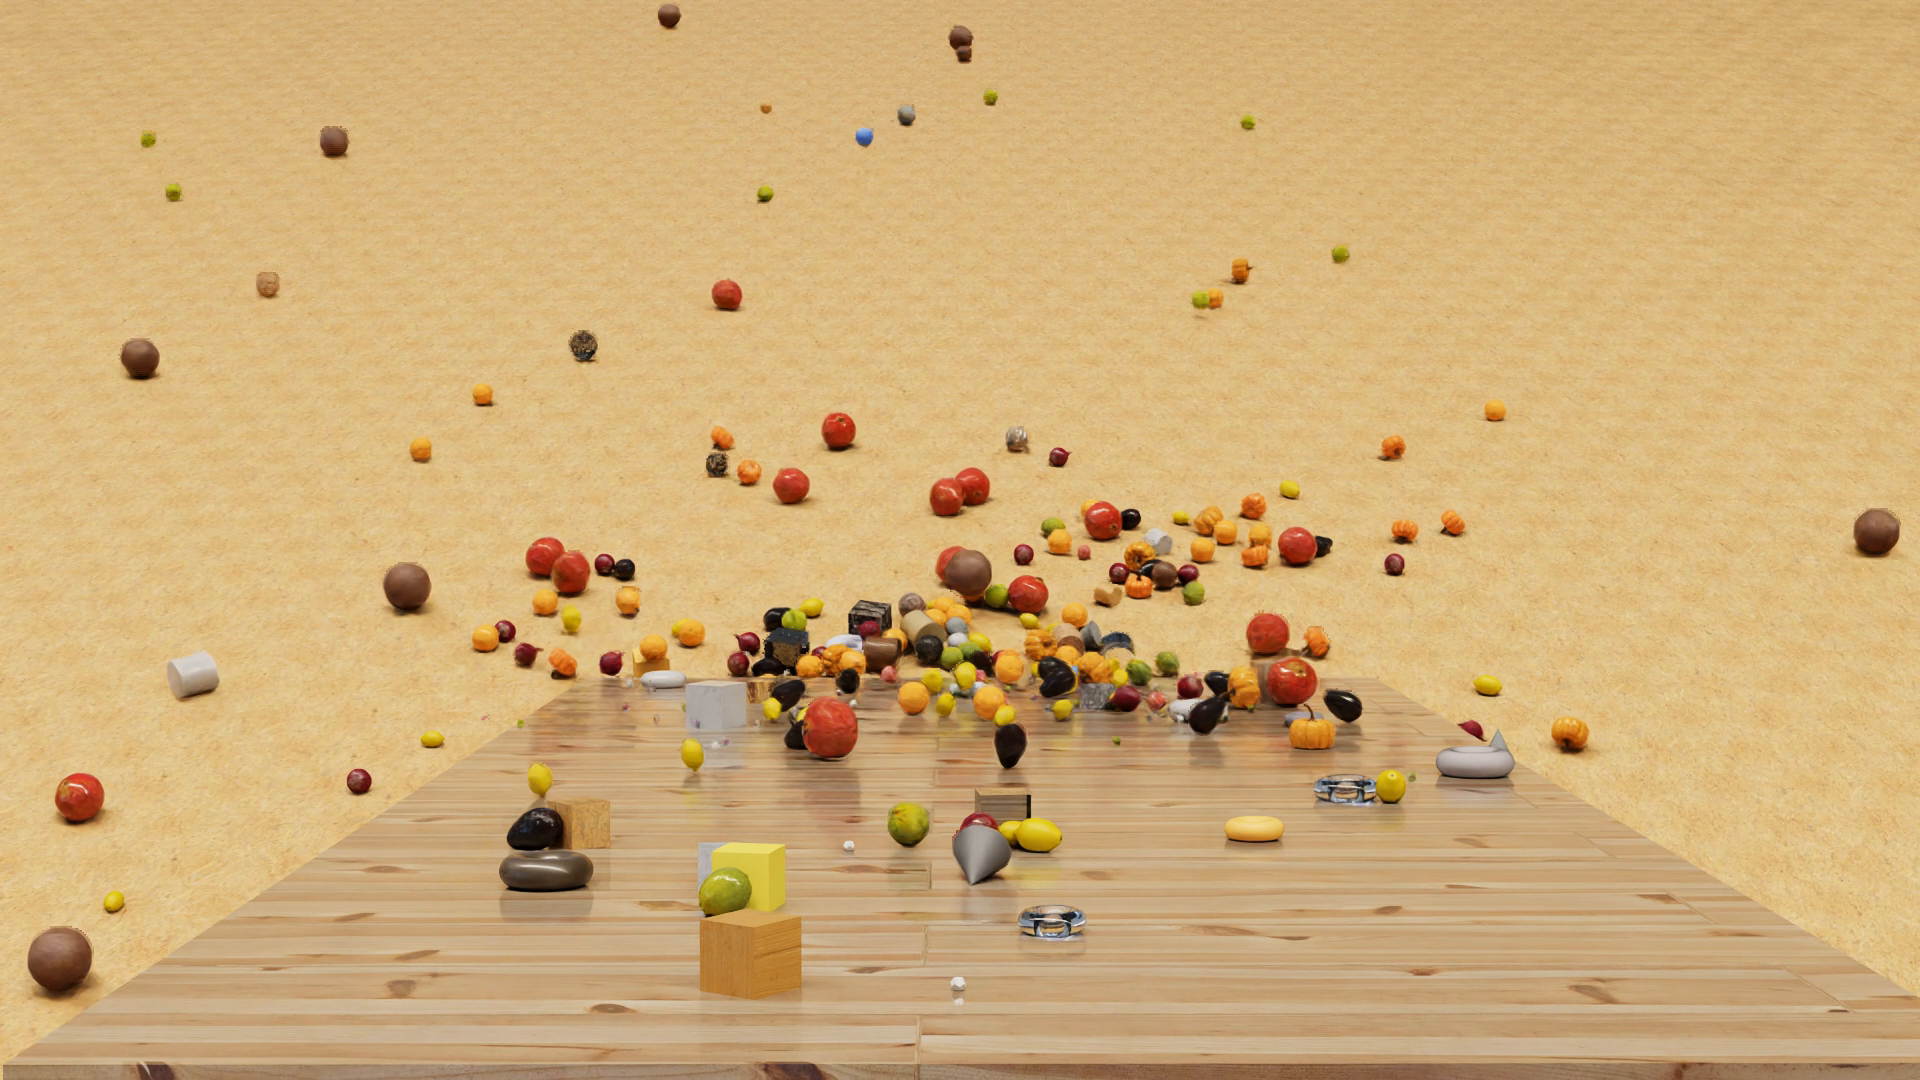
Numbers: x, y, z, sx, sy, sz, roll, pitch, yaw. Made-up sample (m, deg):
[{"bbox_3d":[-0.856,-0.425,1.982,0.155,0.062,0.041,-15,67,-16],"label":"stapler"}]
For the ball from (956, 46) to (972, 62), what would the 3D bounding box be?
[{"bbox_3d":[0.022,-2.535,13.412,0.086,0.086,0.086,0,23,0],"label":"ball"}]

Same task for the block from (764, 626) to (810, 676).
[{"bbox_3d":[-0.456,0.294,6.786,0.090,0.090,0.090,8,24,18],"label":"block"}]

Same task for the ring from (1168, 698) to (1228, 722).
[{"bbox_3d":[0.515,0.368,5.557,0.131,0.044,0.131,1,1,0],"label":"ring"}]

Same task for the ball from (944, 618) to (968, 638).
[{"bbox_3d":[-0.010,0.240,6.951,0.061,0.061,0.061,0,23,0],"label":"ball"}]

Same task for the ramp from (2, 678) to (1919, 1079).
[{"bbox_3d":[0.053,0.483,4.539,2.000,0.100,4.000,0,2,0],"label":"ramp"}]

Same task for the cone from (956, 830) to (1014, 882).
[{"bbox_3d":[0.023,0.455,3.571,0.083,0.083,0.083,7,15,16],"label":"cone"}]

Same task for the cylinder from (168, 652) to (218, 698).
[{"bbox_3d":[-1.981,0.349,6.650,0.097,0.097,0.097,-18,29,-36],"label":"cylinder"}]

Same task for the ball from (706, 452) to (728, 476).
[{"bbox_3d":[-0.761,-0.238,8.057,0.070,0.070,0.070,0,23,0],"label":"ball"}]

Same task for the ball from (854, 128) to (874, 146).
[{"bbox_3d":[-0.441,-1.852,11.816,0.083,0.083,0.083,0,23,0],"label":"ball"}]

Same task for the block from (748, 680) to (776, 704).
[{"bbox_3d":[-0.457,0.350,5.922,0.051,0.051,0.051,1,2,13],"label":"block"}]

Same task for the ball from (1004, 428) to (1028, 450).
[{"bbox_3d":[0.180,-0.325,8.256,0.073,0.073,0.073,0,23,0],"label":"ball"}]

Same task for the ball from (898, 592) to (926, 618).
[{"bbox_3d":[-0.134,0.183,7.065,0.077,0.077,0.077,0,23,0],"label":"ball"}]

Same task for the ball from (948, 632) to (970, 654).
[{"bbox_3d":[-0.004,0.276,6.867,0.060,0.060,0.060,0,23,0],"label":"ball"}]

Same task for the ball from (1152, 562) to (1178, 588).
[{"bbox_3d":[0.577,0.099,7.262,0.075,0.075,0.075,0,23,0],"label":"ball"}]

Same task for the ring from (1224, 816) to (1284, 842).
[{"bbox_3d":[0.451,0.442,3.942,0.092,0.031,0.092,-2,2,0],"label":"ring"}]

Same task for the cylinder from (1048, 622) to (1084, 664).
[{"bbox_3d":[0.284,0.274,6.843,0.082,0.082,0.082,-4,23,-9],"label":"cylinder"}]

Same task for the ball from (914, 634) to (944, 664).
[{"bbox_3d":[-0.082,0.289,6.815,0.077,0.077,0.077,0,23,0],"label":"ball"}]

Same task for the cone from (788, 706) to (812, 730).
[{"bbox_3d":[-0.334,0.386,5.387,0.053,0.053,0.053,-1,29,-2],"label":"cone"}]

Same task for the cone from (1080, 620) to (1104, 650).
[{"bbox_3d":[0.330,0.271,6.904,0.087,0.087,0.087,-22,18,17],"label":"cone"}]

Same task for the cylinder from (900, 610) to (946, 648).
[{"bbox_3d":[-0.101,0.248,6.892,0.093,0.093,0.093,-12,26,-26],"label":"cylinder"}]

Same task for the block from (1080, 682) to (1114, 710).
[{"bbox_3d":[0.311,0.352,5.806,0.054,0.054,0.054,-2,3,-38],"label":"block"}]

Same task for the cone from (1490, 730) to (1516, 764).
[{"bbox_3d":[1.009,0.386,4.830,0.067,0.067,0.067,0,2,0],"label":"cone"}]

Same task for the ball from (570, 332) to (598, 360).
[{"bbox_3d":[-1.325,-0.683,9.065,0.096,0.096,0.096,0,23,0],"label":"ball"}]

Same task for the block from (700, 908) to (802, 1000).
[{"bbox_3d":[-0.234,0.462,2.877,0.080,0.080,0.080,2,3,36],"label":"block"}]

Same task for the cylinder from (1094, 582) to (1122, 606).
[{"bbox_3d":[0.411,0.151,7.165,0.055,0.055,0.055,19,30,38],"label":"cylinder"}]

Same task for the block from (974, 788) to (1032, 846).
[{"bbox_3d":[0.065,0.420,3.916,0.077,0.077,0.077,0,2,-6],"label":"block"}]

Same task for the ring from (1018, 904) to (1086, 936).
[{"bbox_3d":[0.115,0.474,3.207,0.087,0.029,0.087,-1,2,0],"label":"ring"}]

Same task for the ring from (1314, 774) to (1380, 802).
[{"bbox_3d":[0.655,0.421,4.366,0.112,0.037,0.112,-1,3,0],"label":"ring"}]

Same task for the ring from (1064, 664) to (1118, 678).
[{"bbox_3d":[0.334,0.361,6.592,0.145,0.145,0.048,1,60,2],"label":"ring"}]

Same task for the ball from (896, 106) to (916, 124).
[{"bbox_3d":[-0.253,-2.010,12.175,0.091,0.091,0.091,0,23,0],"label":"ball"}]

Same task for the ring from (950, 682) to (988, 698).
[{"bbox_3d":[0.021,0.353,6.073,0.094,0.031,0.094,-1,3,0],"label":"ring"}]

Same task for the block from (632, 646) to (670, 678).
[{"bbox_3d":[-0.803,0.335,6.695,0.087,0.087,0.087,-6,24,-13],"label":"block"}]

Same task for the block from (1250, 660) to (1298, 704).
[{"bbox_3d":[0.723,0.328,5.941,0.091,0.091,0.091,0,2,-5],"label":"block"}]

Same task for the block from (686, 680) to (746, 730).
[{"bbox_3d":[-0.517,0.349,5.448,0.092,0.092,0.092,1,3,28],"label":"block"}]

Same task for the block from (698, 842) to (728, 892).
[{"bbox_3d":[-0.329,0.447,3.522,0.058,0.058,0.058,0,2,-5],"label":"block"}]

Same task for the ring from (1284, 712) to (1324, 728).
[{"bbox_3d":[0.727,0.381,5.438,0.086,0.029,0.086,-1,4,0],"label":"ring"}]

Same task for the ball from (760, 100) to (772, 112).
[{"bbox_3d":[-0.934,-2.086,12.394,0.060,0.060,0.060,0,23,0],"label":"ball"}]

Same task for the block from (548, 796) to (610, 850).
[{"bbox_3d":[-0.575,0.427,3.881,0.068,0.068,0.068,-2,3,-41],"label":"block"}]

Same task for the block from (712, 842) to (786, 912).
[{"bbox_3d":[-0.277,0.443,3.380,0.077,0.077,0.077,0,2,12],"label":"block"}]

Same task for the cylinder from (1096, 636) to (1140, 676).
[{"bbox_3d":[0.414,0.305,6.754,0.096,0.096,0.096,-5,6,-11],"label":"cylinder"}]

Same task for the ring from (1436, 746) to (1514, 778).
[{"bbox_3d":[0.935,0.404,4.675,0.141,0.047,0.141,-1,3,0],"label":"ring"}]

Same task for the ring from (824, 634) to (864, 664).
[{"bbox_3d":[-0.298,0.291,6.855,0.128,0.043,0.128,1,23,-1],"label":"ring"}]

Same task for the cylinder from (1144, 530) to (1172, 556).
[{"bbox_3d":[0.577,0.006,7.498,0.060,0.060,0.060,-15,27,-31],"label":"cylinder"}]

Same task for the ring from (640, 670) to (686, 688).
[{"bbox_3d":[-0.725,0.342,6.291,0.111,0.037,0.111,-1,3,0],"label":"ring"}]

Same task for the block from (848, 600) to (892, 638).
[{"bbox_3d":[-0.242,0.227,6.942,0.092,0.092,0.092,7,24,16],"label":"block"}]

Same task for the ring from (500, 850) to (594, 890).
[{"bbox_3d":[-0.569,0.454,3.538,0.129,0.043,0.129,0,1,0],"label":"ring"}]

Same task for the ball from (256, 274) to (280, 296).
[{"bbox_3d":[-2.620,-0.965,9.737,0.088,0.088,0.088,0,23,0],"label":"ball"}]
